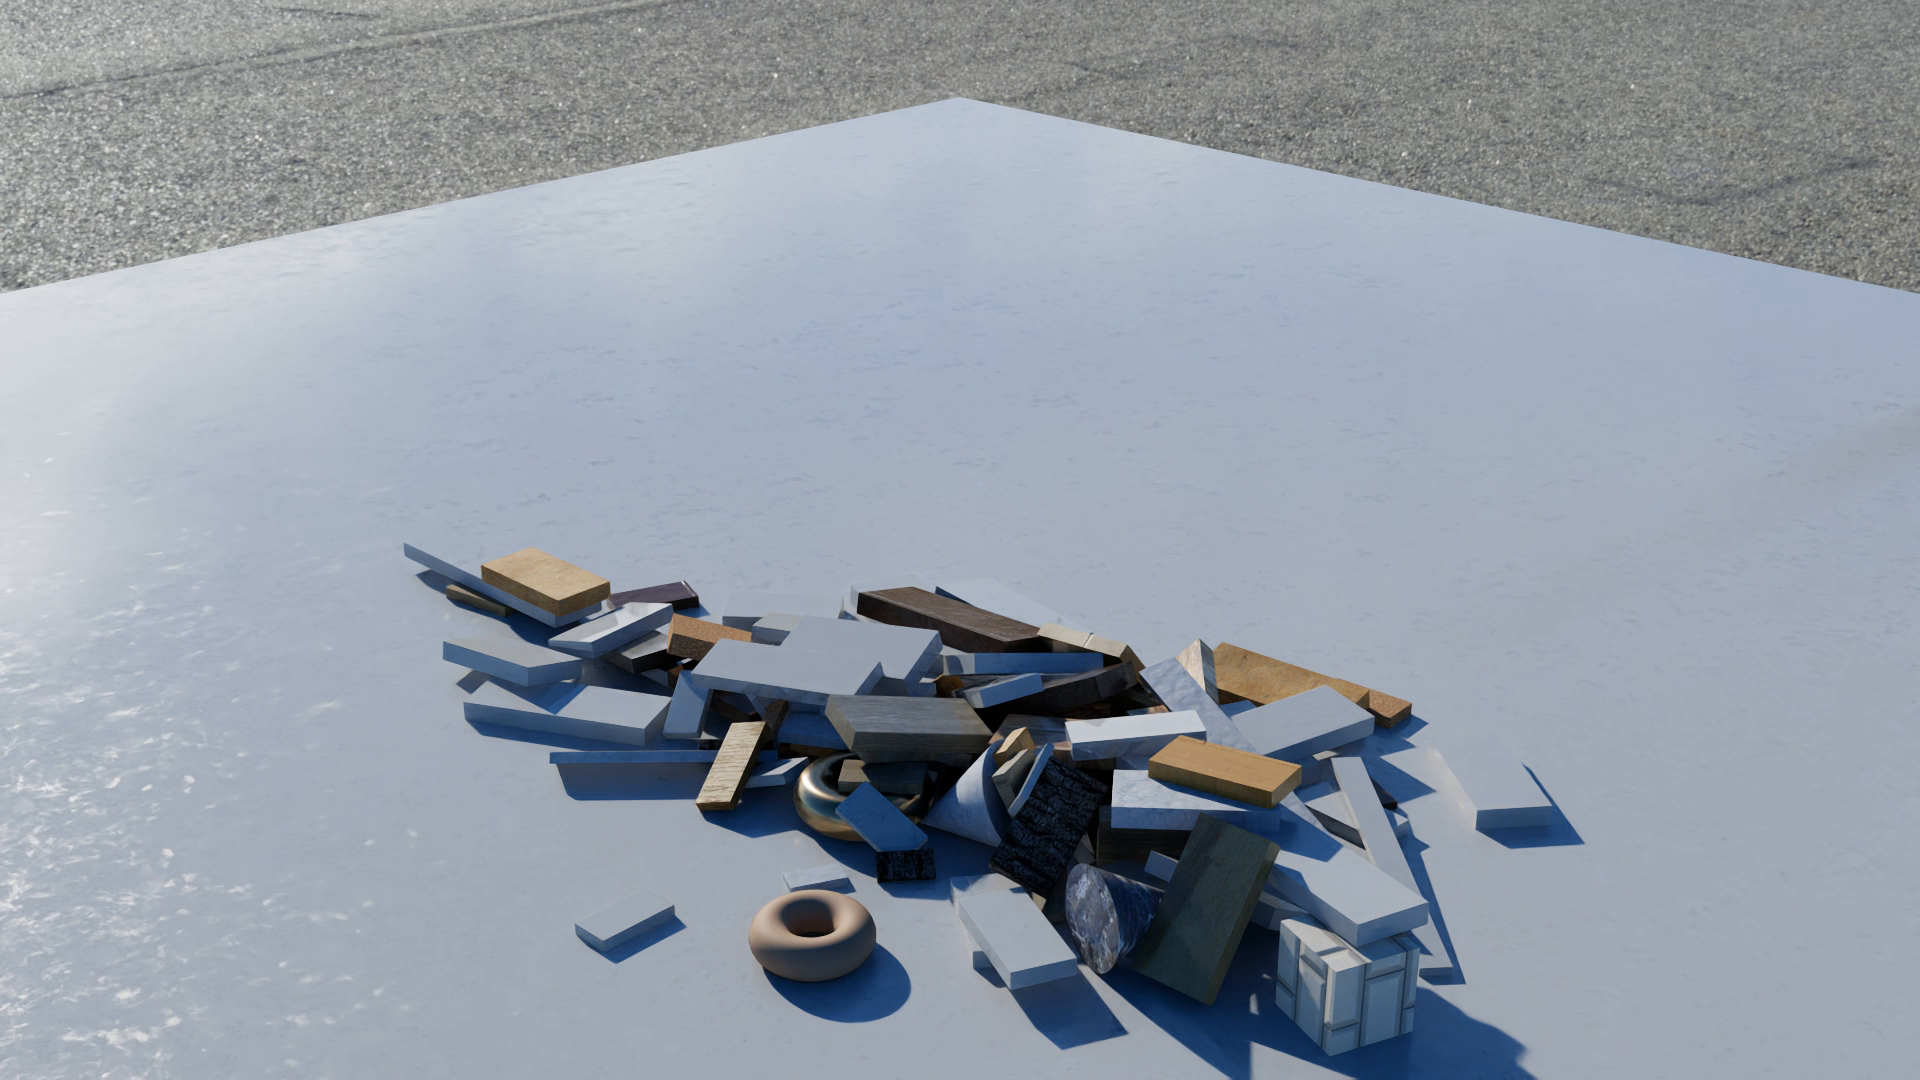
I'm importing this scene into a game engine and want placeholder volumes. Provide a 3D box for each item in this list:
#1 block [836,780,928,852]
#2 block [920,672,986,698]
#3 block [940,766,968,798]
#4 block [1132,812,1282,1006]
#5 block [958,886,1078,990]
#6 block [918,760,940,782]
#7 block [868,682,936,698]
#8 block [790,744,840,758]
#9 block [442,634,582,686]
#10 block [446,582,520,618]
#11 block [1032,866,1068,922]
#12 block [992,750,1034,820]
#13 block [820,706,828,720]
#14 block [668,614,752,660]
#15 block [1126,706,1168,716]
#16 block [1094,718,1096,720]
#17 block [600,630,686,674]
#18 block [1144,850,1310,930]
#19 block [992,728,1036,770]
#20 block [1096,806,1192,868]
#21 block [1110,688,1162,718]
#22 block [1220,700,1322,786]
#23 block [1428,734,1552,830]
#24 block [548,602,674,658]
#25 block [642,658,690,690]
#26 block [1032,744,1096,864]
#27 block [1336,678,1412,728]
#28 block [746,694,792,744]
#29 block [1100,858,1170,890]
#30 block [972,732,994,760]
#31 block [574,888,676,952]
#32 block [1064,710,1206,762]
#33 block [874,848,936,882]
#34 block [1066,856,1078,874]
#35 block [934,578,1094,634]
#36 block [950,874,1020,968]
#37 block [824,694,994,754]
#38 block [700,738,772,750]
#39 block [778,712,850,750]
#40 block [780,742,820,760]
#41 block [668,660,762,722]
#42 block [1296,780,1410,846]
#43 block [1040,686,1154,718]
[{"bbox_3d":[-0.153,0.555,4.285,0.168,0.024,0.084,40,65,16],"label":"block"},{"bbox_3d":[-0.057,0.316,4.856,0.276,0.039,0.138,-2,15,-38],"label":"block"},{"bbox_3d":[0.059,0.508,4.529,0.190,0.027,0.095,4,23,8],"label":"block"},{"bbox_3d":[0.436,0.651,3.891,0.152,0.304,0.043,19,-10,37],"label":"block"},{"bbox_3d":[0.101,0.712,3.946,0.126,0.036,0.252,-9,24,-19],"label":"block"},{"bbox_3d":[-0.129,0.449,4.607,0.180,0.026,0.090,16,27,1],"label":"block"},{"bbox_3d":[-0.141,0.327,4.678,0.163,0.023,0.081,2,23,21],"label":"block"},{"bbox_3d":[-0.260,0.431,4.649,0.180,0.025,0.090,13,27,8],"label":"block"},{"bbox_3d":[-1.017,0.270,4.989,0.306,0.043,0.153,12,13,39],"label":"block"},{"bbox_3d":[-1.154,0.136,5.404,0.203,0.029,0.102,15,27,31],"label":"block"},{"bbox_3d":[0.171,0.660,4.127,0.070,0.020,0.139,-10,35,4],"label":"block"},{"bbox_3d":[0.143,0.527,4.254,0.031,0.219,0.109,-20,10,34],"label":"block"},{"bbox_3d":[-0.230,0.364,4.588,0.113,0.016,0.057,1,-17,15],"label":"block"},{"bbox_3d":[-0.487,0.250,4.950,0.338,0.048,0.169,15,11,-10],"label":"block"},{"bbox_3d":[0.406,0.388,4.461,0.084,0.024,0.167,-7,24,-16],"label":"block"},{"bbox_3d":[0.298,0.374,4.858,0.121,0.017,0.061,9,25,20],"label":"block"},{"bbox_3d":[-0.737,0.249,5.047,0.129,0.037,0.258,-17,16,-27],"label":"block"},{"bbox_3d":[0.496,0.653,4.082,0.283,0.040,0.142,21,1,38],"label":"block"},{"bbox_3d":[0.143,0.491,4.336,0.031,0.219,0.109,-19,12,30],"label":"block"},{"bbox_3d":[0.407,0.573,4.221,0.284,0.142,0.040,1,41,1],"label":"block"},{"bbox_3d":[0.431,0.418,4.593,0.277,0.139,0.039,20,25,39],"label":"block"},{"bbox_3d":[0.619,0.438,4.672,0.155,0.044,0.311,-9,25,-20],"label":"block"},{"bbox_3d":[1.089,0.495,4.538,0.155,0.044,0.310,-3,23,-6],"label":"block"},{"bbox_3d":[-0.806,0.208,5.100,0.138,0.039,0.276,1,17,35],"label":"block"},{"bbox_3d":[-0.592,0.307,4.991,0.258,0.037,0.129,20,30,39],"label":"block"},{"bbox_3d":[0.203,0.517,4.283,0.031,0.109,0.219,-25,55,8],"label":"block"},{"bbox_3d":[0.893,0.361,4.875,0.190,0.027,0.095,18,29,37],"label":"block"},{"bbox_3d":[-0.405,0.359,4.747,0.021,0.148,0.074,-31,4,35],"label":"block"},{"bbox_3d":[0.374,0.675,4.086,0.283,0.040,0.142,21,20,40],"label":"block"},{"bbox_3d":[0.069,0.444,4.641,0.095,0.027,0.190,-7,17,-37],"label":"block"},{"bbox_3d":[-0.620,0.703,4.074,0.084,0.024,0.167,20,30,39],"label":"block"},{"bbox_3d":[0.347,0.386,4.349,0.264,0.037,0.132,-5,14,-2],"label":"block"},{"bbox_3d":[-0.105,0.626,4.226,0.112,0.016,0.056,-3,60,-6],"label":"block"},{"bbox_3d":[0.179,0.576,4.233,0.020,0.140,0.070,-20,10,33],"label":"block"},{"bbox_3d":[0.123,0.186,5.187,0.178,0.050,0.356,-7,25,-44],"label":"block"},{"bbox_3d":[0.065,0.700,4.065,0.126,0.036,0.253,-4,23,-9],"label":"block"},{"bbox_3d":[-0.103,0.375,4.469,0.309,0.044,0.154,4,24,-27],"label":"block"},{"bbox_3d":[-0.475,0.434,4.670,0.148,0.021,0.074,0,-4,1],"label":"block"},{"bbox_3d":[-0.280,0.401,4.611,0.180,0.025,0.090,5,26,21],"label":"block"},{"bbox_3d":[-0.302,0.444,4.688,0.148,0.021,0.074,10,25,22],"label":"block"},{"bbox_3d":[-0.508,0.330,4.849,0.258,0.037,0.129,24,33,34],"label":"block"},{"bbox_3d":[0.781,0.553,4.419,0.108,0.031,0.216,-19,30,-38],"label":"block"},{"bbox_3d":[0.293,0.349,4.826,0.247,0.035,0.124,-2,21,15],"label":"block"}]
